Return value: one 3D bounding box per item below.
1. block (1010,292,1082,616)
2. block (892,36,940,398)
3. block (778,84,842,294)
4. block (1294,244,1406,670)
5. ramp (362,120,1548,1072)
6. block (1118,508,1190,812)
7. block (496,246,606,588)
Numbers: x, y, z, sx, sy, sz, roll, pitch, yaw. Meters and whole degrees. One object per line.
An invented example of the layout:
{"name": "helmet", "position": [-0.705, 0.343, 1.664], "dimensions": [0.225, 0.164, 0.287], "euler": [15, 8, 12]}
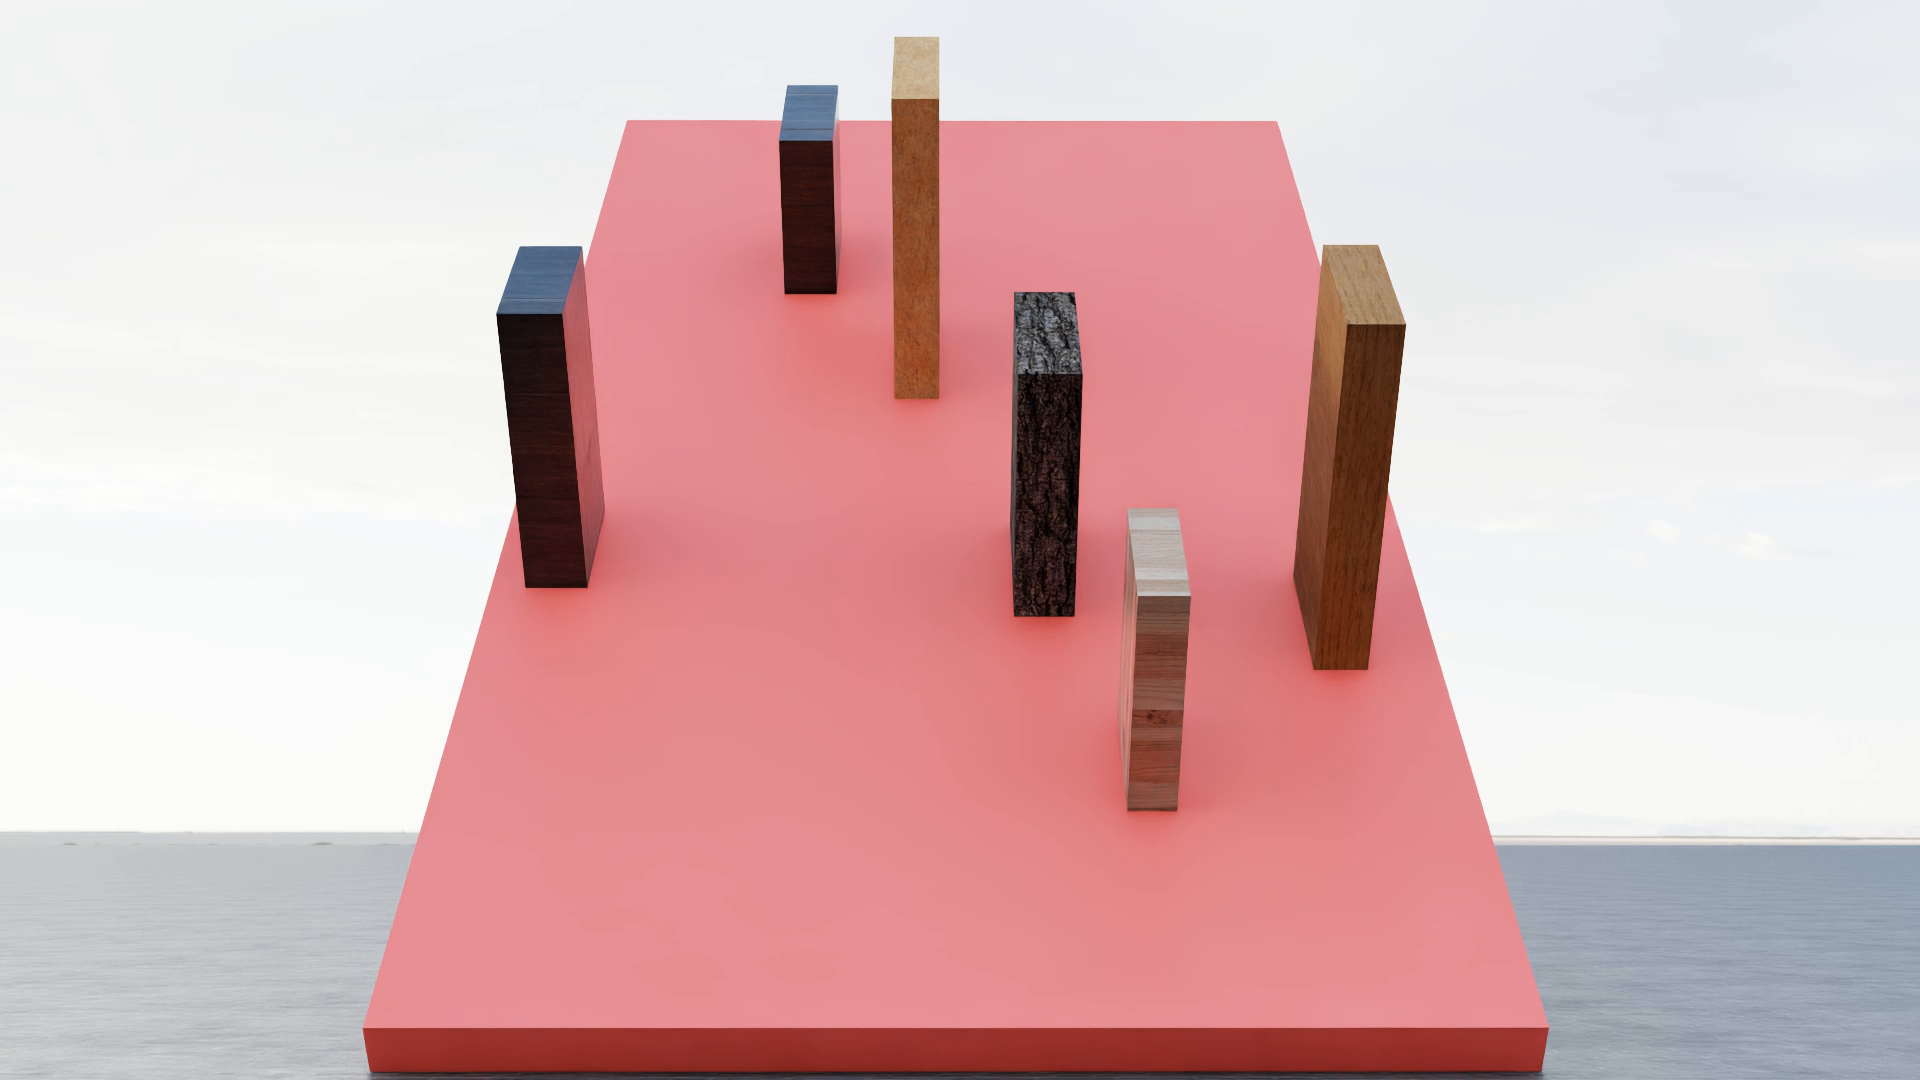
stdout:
{"name": "block", "position": [0.179, -0.182, 5.184], "dimensions": [0.129, 0.581, 0.370], "euler": [0, 32, 0]}
{"name": "block", "position": [-0.105, -0.784, 5.963], "dimensions": [0.109, 0.780, 0.403], "euler": [0, 32, 0]}
{"name": "block", "position": [-0.396, -0.939, 6.534], "dimensions": [0.138, 0.437, 0.384], "euler": [0, 32, 0]}
{"name": "block", "position": [0.782, -0.163, 4.958], "dimensions": [0.111, 0.792, 0.353], "euler": [0, 32, 0]}
{"name": "ramp", "position": [-0.015, -0.192, 5.843], "dimensions": [2.000, 0.100, 4.000], "euler": [0, 32, 0]}
{"name": "block", "position": [0.363, 0.226, 4.618], "dimensions": [0.095, 0.487, 0.303], "euler": [0, 32, 0]}
{"name": "block", "position": [-0.870, -0.261, 5.231], "dimensions": [0.134, 0.659, 0.321], "euler": [0, 32, 0]}
